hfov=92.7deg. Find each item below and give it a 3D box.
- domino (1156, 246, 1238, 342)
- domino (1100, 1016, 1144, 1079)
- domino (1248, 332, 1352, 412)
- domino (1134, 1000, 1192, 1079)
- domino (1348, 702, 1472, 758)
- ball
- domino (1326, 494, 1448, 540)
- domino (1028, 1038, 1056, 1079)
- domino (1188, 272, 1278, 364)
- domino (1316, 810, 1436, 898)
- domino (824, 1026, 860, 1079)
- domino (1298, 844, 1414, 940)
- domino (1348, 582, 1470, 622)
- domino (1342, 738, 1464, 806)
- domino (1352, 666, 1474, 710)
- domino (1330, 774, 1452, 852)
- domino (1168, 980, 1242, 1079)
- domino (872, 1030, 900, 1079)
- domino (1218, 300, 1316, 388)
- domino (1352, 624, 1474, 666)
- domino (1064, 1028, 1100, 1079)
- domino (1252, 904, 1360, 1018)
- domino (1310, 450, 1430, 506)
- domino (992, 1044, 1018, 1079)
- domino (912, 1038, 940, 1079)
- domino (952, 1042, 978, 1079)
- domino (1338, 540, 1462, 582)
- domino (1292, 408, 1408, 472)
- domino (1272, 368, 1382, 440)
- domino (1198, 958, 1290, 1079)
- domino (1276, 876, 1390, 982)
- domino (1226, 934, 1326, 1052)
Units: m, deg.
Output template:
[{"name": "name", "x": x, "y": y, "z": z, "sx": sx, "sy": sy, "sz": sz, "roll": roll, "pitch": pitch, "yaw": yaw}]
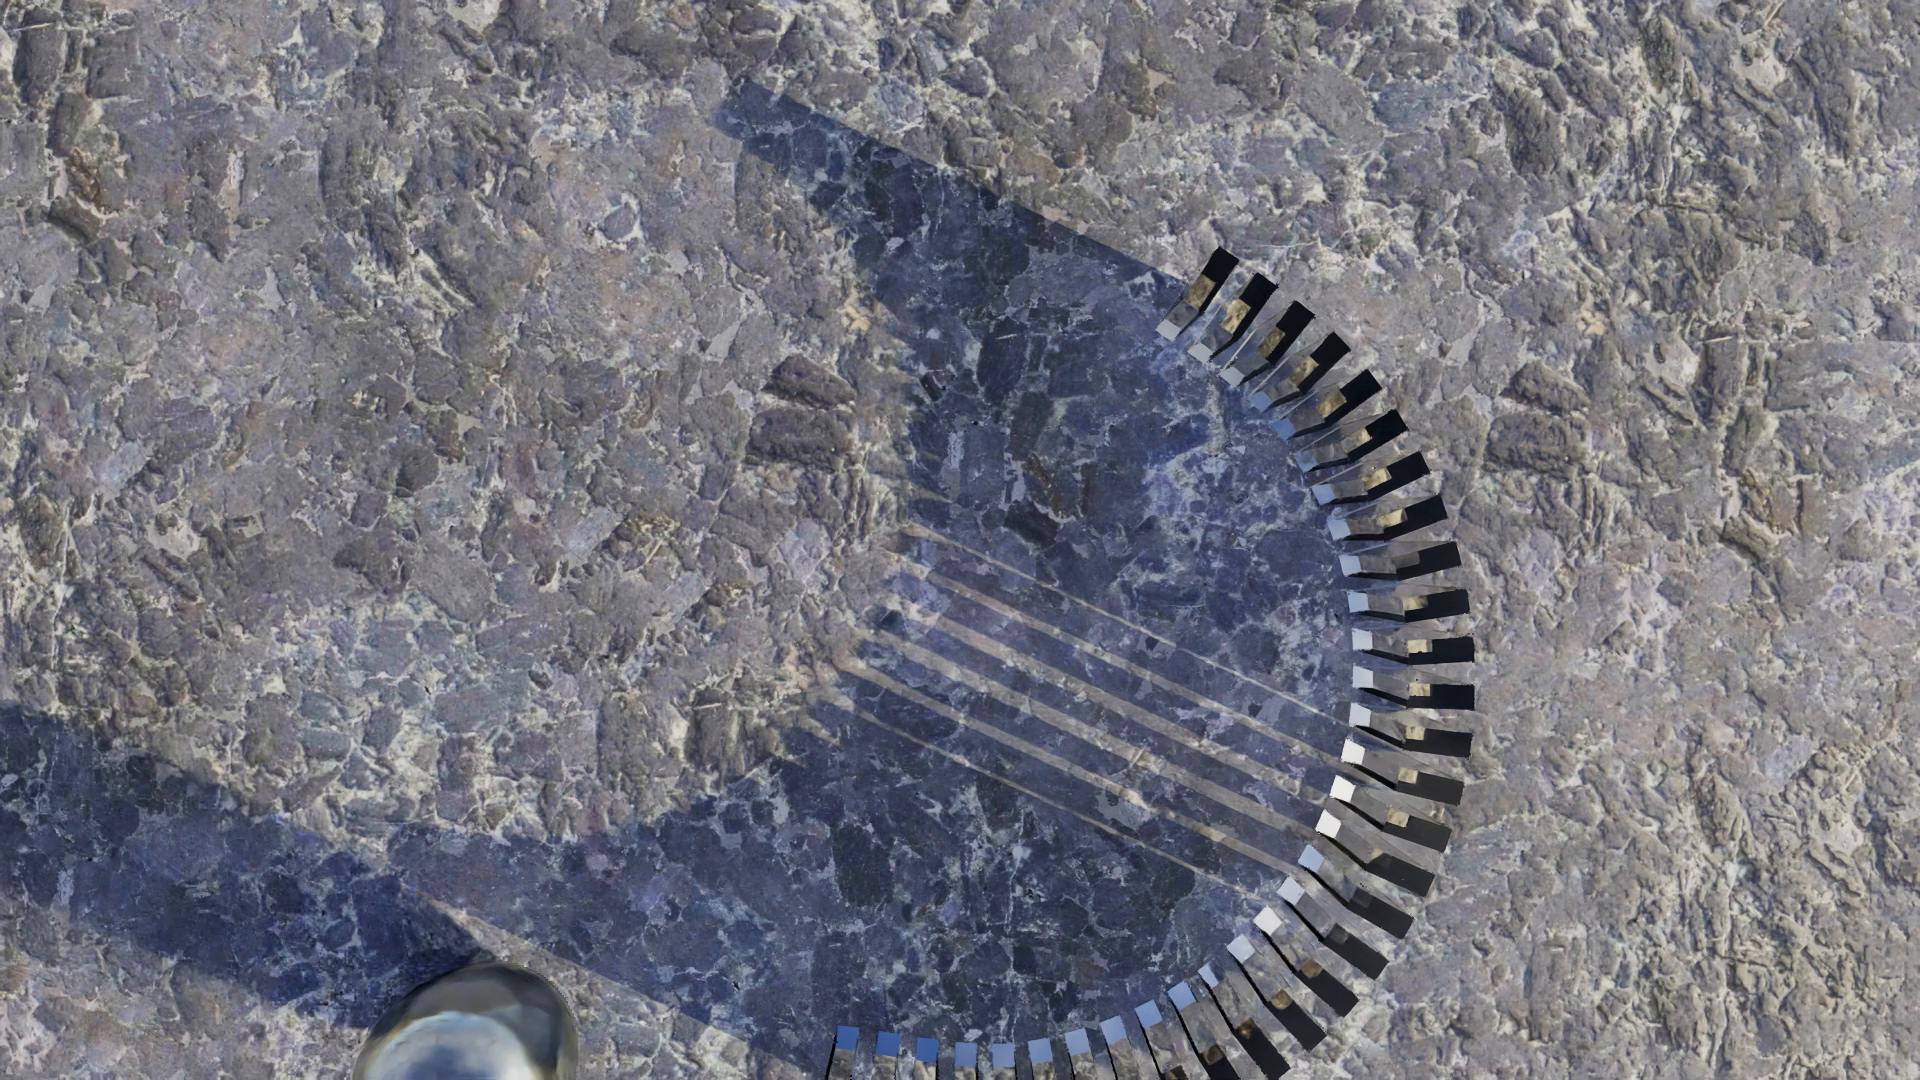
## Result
[{"name": "domino", "x": 0.096, "y": -0.099, "z": 0.375, "sx": 0.009, "sy": 0.050, "sz": 0.025, "roll": 34, "pitch": 90, "yaw": 0}, {"name": "domino", "x": 0.070, "y": 0.221, "z": 0.375, "sx": 0.009, "sy": 0.050, "sz": 0.025, "roll": -21, "pitch": 90, "yaw": 0}, {"name": "domino", "x": 0.137, "y": -0.068, "z": 0.375, "sx": 0.009, "sy": 0.050, "sz": 0.025, "roll": 45, "pitch": 90, "yaw": 0}, {"name": "domino", "x": 0.086, "y": 0.214, "z": 0.375, "sx": 0.010, "sy": 0.050, "sz": 0.025, "roll": -27, "pitch": 90, "yaw": 0}, {"name": "domino", "x": 0.183, "y": 0.077, "z": 0.375, "sx": 0.025, "sy": 0.050, "sz": 0.009, "roll": 7, "pitch": 90, "yaw": 0}, {"name": "ball", "x": -0.193, "y": 0.210, "z": 0.360, "sx": 0.080, "sy": 0.080, "sz": 0.080, "roll": 0, "pitch": 90, "yaw": 0}, {"name": "domino", "x": 0.173, "y": -0.009, "z": 0.375, "sx": 0.025, "sy": 0.050, "sz": 0.010, "roll": -20, "pitch": 90, "yaw": 0}, {"name": "domino", "x": 0.036, "y": 0.230, "z": 0.375, "sx": 0.010, "sy": 0.050, "sz": 0.025, "roll": -11, "pitch": 90, "yaw": 0}, {"name": "domino", "x": 0.110, "y": -0.090, "z": 0.375, "sx": 0.010, "sy": 0.050, "sz": 0.025, "roll": 35, "pitch": 90, "yaw": 0}, {"name": "domino", "x": 0.168, "y": 0.127, "z": 0.375, "sx": 0.025, "sy": 0.050, "sz": 0.010, "roll": 24, "pitch": 90, "yaw": 0}, {"name": "domino", "x": -0.050, "y": 0.225, "z": 0.375, "sx": 0.009, "sy": 0.050, "sz": 0.025, "roll": 6, "pitch": 90, "yaw": 0}, {"name": "domino", "x": 0.160, "y": 0.143, "z": 0.375, "sx": 0.025, "sy": 0.050, "sz": 0.009, "roll": 30, "pitch": 90, "yaw": 0}, {"name": "domino", "x": 0.182, "y": 0.025, "z": 0.375, "sx": 0.025, "sy": 0.050, "sz": 0.009, "roll": -9, "pitch": 90, "yaw": 0}, {"name": "domino", "x": 0.180, "y": 0.094, "z": 0.375, "sx": 0.025, "sy": 0.050, "sz": 0.009, "roll": 13, "pitch": 90, "yaw": 0}, {"name": "domino", "x": 0.184, "y": 0.060, "z": 0.375, "sx": 0.025, "sy": 0.050, "sz": 0.009, "roll": 2, "pitch": 90, "yaw": 0}, {"name": "domino", "x": 0.175, "y": 0.111, "z": 0.375, "sx": 0.025, "sy": 0.050, "sz": 0.009, "roll": 19, "pitch": 90, "yaw": 0}, {"name": "domino", "x": 0.101, "y": 0.205, "z": 0.375, "sx": 0.009, "sy": 0.050, "sz": 0.025, "roll": -33, "pitch": 90, "yaw": 0}, {"name": "domino", "x": -0.033, "y": 0.227, "z": 0.375, "sx": 0.009, "sy": 0.050, "sz": 0.025, "roll": 9, "pitch": 90, "yaw": 0}, {"name": "domino", "x": 0.124, "y": -0.079, "z": 0.375, "sx": 0.010, "sy": 0.050, "sz": 0.025, "roll": 39, "pitch": 90, "yaw": 0}, {"name": "domino", "x": 0.184, "y": 0.042, "z": 0.375, "sx": 0.025, "sy": 0.050, "sz": 0.010, "roll": -3, "pitch": 90, "yaw": 0}, {"name": "domino", "x": 0.053, "y": 0.226, "z": 0.375, "sx": 0.009, "sy": 0.050, "sz": 0.025, "roll": -16, "pitch": 90, "yaw": 0}, {"name": "domino", "x": 0.140, "y": 0.171, "z": 0.375, "sx": 0.025, "sy": 0.050, "sz": 0.009, "roll": 41, "pitch": 90, "yaw": 0}, {"name": "domino", "x": 0.166, "y": -0.025, "z": 0.375, "sx": 0.025, "sy": 0.050, "sz": 0.010, "roll": -26, "pitch": 90, "yaw": 0}, {"name": "domino", "x": 0.019, "y": 0.232, "z": 0.375, "sx": 0.010, "sy": 0.050, "sz": 0.025, "roll": -2, "pitch": 90, "yaw": 0}, {"name": "domino", "x": -0.015, "y": 0.230, "z": 0.375, "sx": 0.010, "sy": 0.050, "sz": 0.025, "roll": 8, "pitch": 90, "yaw": 0}, {"name": "domino", "x": 0.002, "y": 0.232, "z": 0.375, "sx": 0.010, "sy": 0.050, "sz": 0.025, "roll": 4, "pitch": 90, "yaw": 0}, {"name": "domino", "x": 0.179, "y": 0.008, "z": 0.375, "sx": 0.025, "sy": 0.050, "sz": 0.010, "roll": -14, "pitch": 90, "yaw": 0}, {"name": "domino", "x": 0.158, "y": -0.040, "z": 0.375, "sx": 0.025, "sy": 0.050, "sz": 0.009, "roll": -31, "pitch": 90, "yaw": 0}, {"name": "domino", "x": 0.149, "y": -0.054, "z": 0.375, "sx": 0.025, "sy": 0.050, "sz": 0.010, "roll": -36, "pitch": 90, "yaw": 0}, {"name": "domino", "x": 0.115, "y": 0.195, "z": 0.375, "sx": 0.009, "sy": 0.050, "sz": 0.025, "roll": -38, "pitch": 90, "yaw": 0}, {"name": "domino", "x": 0.151, "y": 0.157, "z": 0.375, "sx": 0.025, "sy": 0.050, "sz": 0.009, "roll": 36, "pitch": 90, "yaw": 0}, {"name": "domino", "x": 0.128, "y": 0.184, "z": 0.375, "sx": 0.009, "sy": 0.050, "sz": 0.025, "roll": -44, "pitch": 90, "yaw": 0}]
